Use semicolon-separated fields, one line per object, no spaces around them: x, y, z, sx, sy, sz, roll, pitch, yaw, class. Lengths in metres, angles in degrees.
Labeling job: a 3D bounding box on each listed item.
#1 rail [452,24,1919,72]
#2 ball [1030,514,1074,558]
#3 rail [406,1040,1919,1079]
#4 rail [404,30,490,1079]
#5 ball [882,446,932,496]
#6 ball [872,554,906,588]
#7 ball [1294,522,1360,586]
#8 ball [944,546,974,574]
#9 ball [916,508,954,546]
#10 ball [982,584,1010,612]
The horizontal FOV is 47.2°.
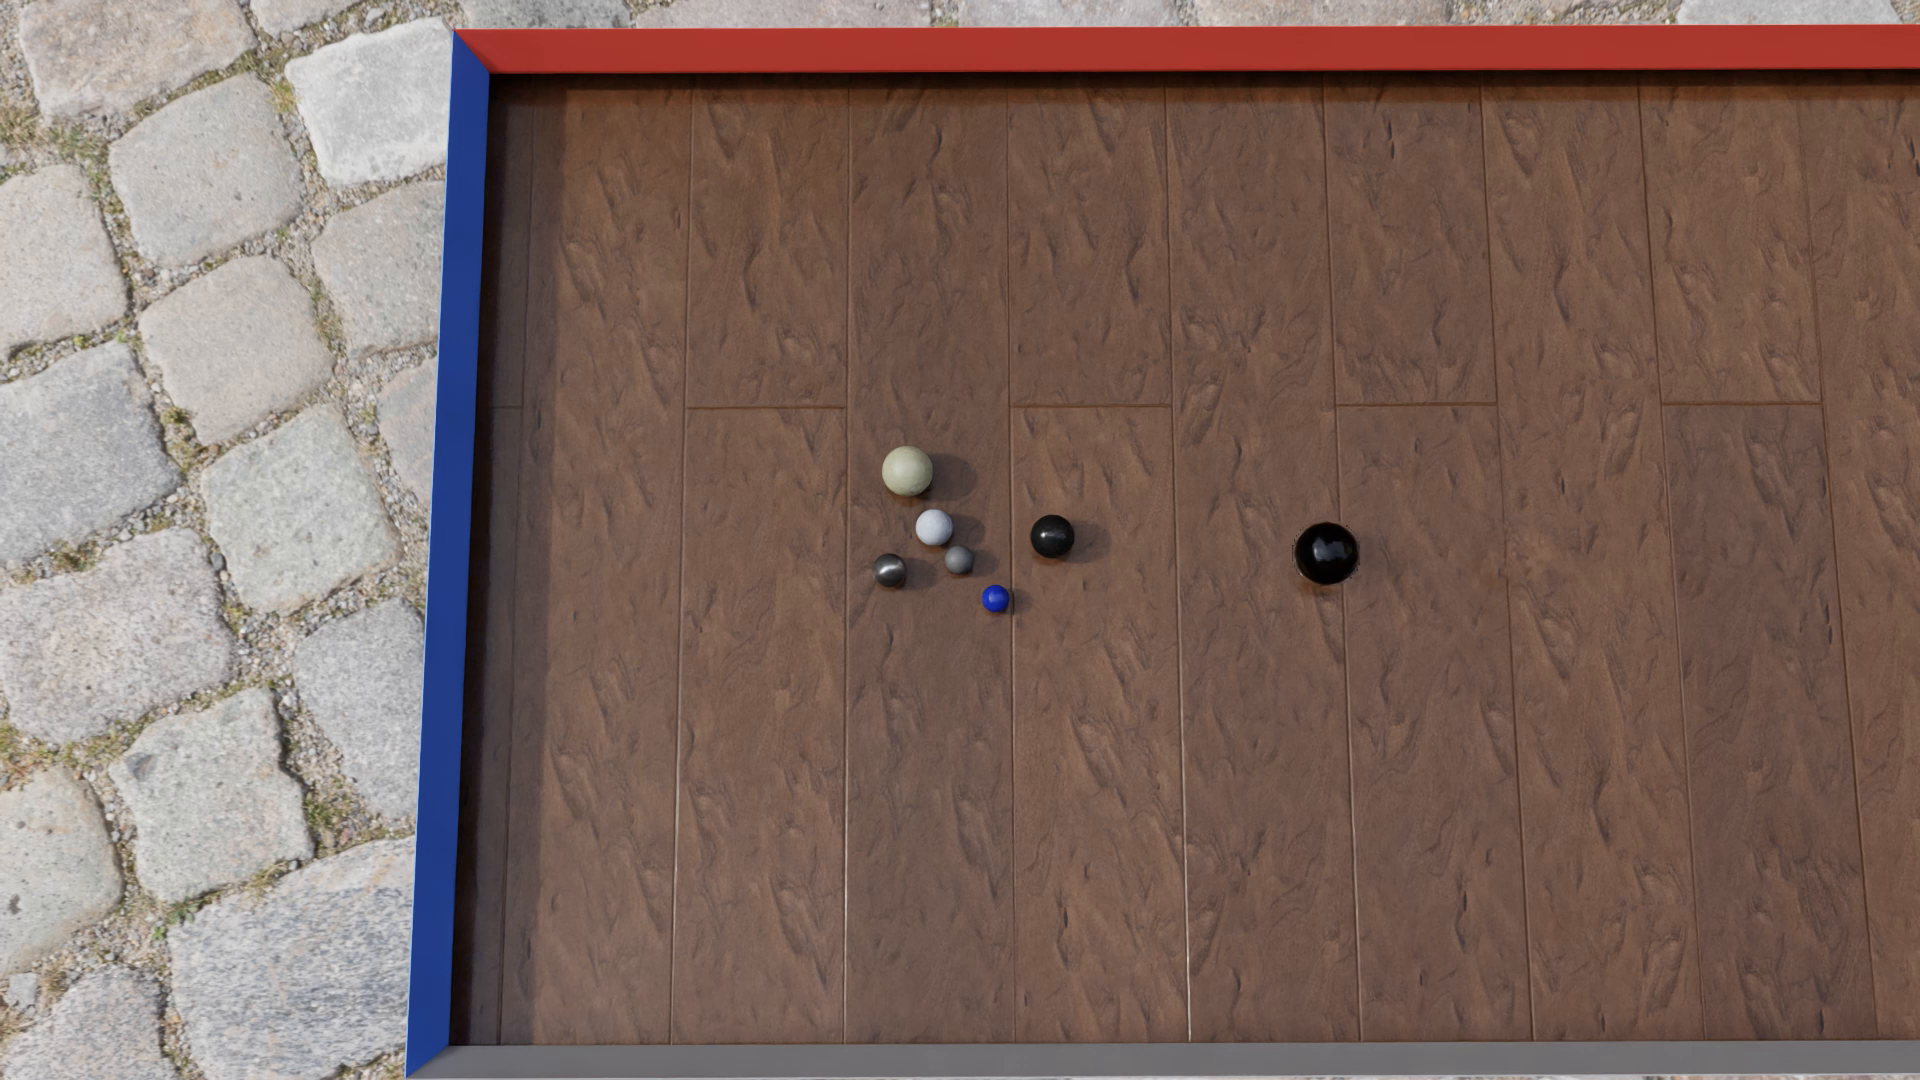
0.773;-0.755;3.428;3.104;0.123;0.045;0;78;0;rail
0.139;-0.005;3.304;0.067;0.067;0.067;0;78;0;ball
0.779;0.735;3.122;3.104;0.123;0.045;0;78;0;rail
-0.752;-0.004;3.274;0.045;0.123;1.568;0;78;0;rail
-0.079;-0.104;3.319;0.077;0.077;0.077;0;78;0;ball
-0.106;0.046;3.301;0.052;0.052;0.052;0;78;0;ball
0.548;0.020;3.285;0.095;0.095;0.095;0;78;0;ball
-0.001;0.030;3.309;0.044;0.044;0.044;0;78;0;ball
-0.039;-0.019;3.312;0.057;0.057;0.057;0;78;0;ball
0.054;0.088;3.298;0.042;0.042;0.042;0;78;0;ball
